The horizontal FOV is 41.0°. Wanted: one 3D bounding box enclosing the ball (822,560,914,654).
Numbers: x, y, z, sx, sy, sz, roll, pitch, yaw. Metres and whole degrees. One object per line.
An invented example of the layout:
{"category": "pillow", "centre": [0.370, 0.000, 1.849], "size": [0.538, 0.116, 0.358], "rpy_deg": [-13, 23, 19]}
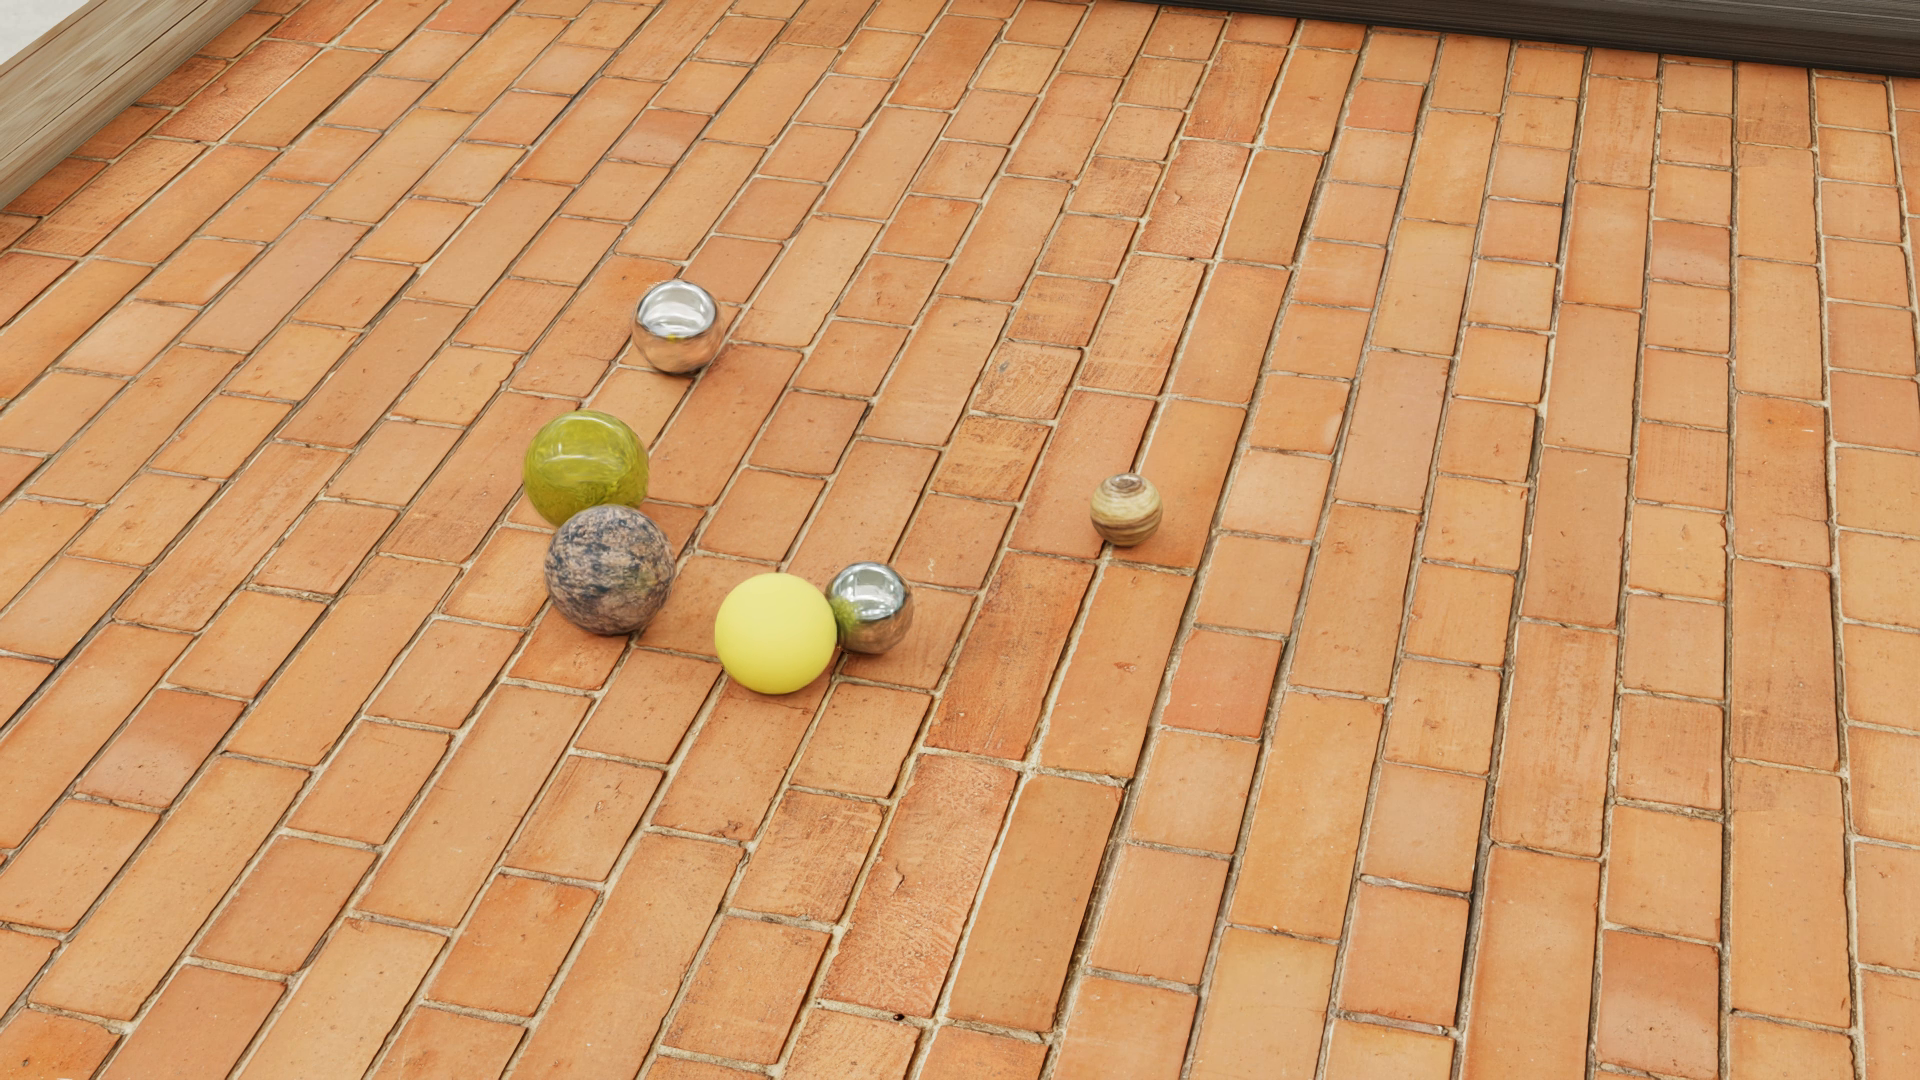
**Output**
{"category": "ball", "centre": [-0.066, 0.048, 1.834], "size": [0.067, 0.067, 0.067], "rpy_deg": [0, 34, 0]}

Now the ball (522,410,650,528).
{"category": "ball", "centre": [-0.284, -0.051, 1.955], "size": [0.096, 0.096, 0.096], "rpy_deg": [0, 34, 0]}

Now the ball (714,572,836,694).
{"category": "ball", "centre": [-0.129, 0.065, 1.793], "size": [0.085, 0.085, 0.085], "rpy_deg": [0, 34, 0]}

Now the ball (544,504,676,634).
{"category": "ball", "centre": [-0.252, 0.021, 1.850], "size": [0.094, 0.094, 0.094], "rpy_deg": [0, 34, 0]}

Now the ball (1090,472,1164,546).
{"category": "ball", "centre": [0.126, -0.023, 1.949], "size": [0.056, 0.056, 0.056], "rpy_deg": [0, 34, 0]}

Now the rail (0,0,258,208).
{"category": "rail", "centre": [-0.977, -0.161, 2.090], "size": [0.045, 0.125, 2.269], "rpy_deg": [8, 35, 12]}

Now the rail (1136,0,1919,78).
{"category": "rail", "centre": [1.275, -0.482, 2.562], "size": [4.130, 0.125, 0.045], "rpy_deg": [8, 35, 12]}

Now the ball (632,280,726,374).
{"category": "ball", "centre": [-0.237, -0.180, 2.160], "size": [0.078, 0.078, 0.078], "rpy_deg": [0, 34, 0]}
